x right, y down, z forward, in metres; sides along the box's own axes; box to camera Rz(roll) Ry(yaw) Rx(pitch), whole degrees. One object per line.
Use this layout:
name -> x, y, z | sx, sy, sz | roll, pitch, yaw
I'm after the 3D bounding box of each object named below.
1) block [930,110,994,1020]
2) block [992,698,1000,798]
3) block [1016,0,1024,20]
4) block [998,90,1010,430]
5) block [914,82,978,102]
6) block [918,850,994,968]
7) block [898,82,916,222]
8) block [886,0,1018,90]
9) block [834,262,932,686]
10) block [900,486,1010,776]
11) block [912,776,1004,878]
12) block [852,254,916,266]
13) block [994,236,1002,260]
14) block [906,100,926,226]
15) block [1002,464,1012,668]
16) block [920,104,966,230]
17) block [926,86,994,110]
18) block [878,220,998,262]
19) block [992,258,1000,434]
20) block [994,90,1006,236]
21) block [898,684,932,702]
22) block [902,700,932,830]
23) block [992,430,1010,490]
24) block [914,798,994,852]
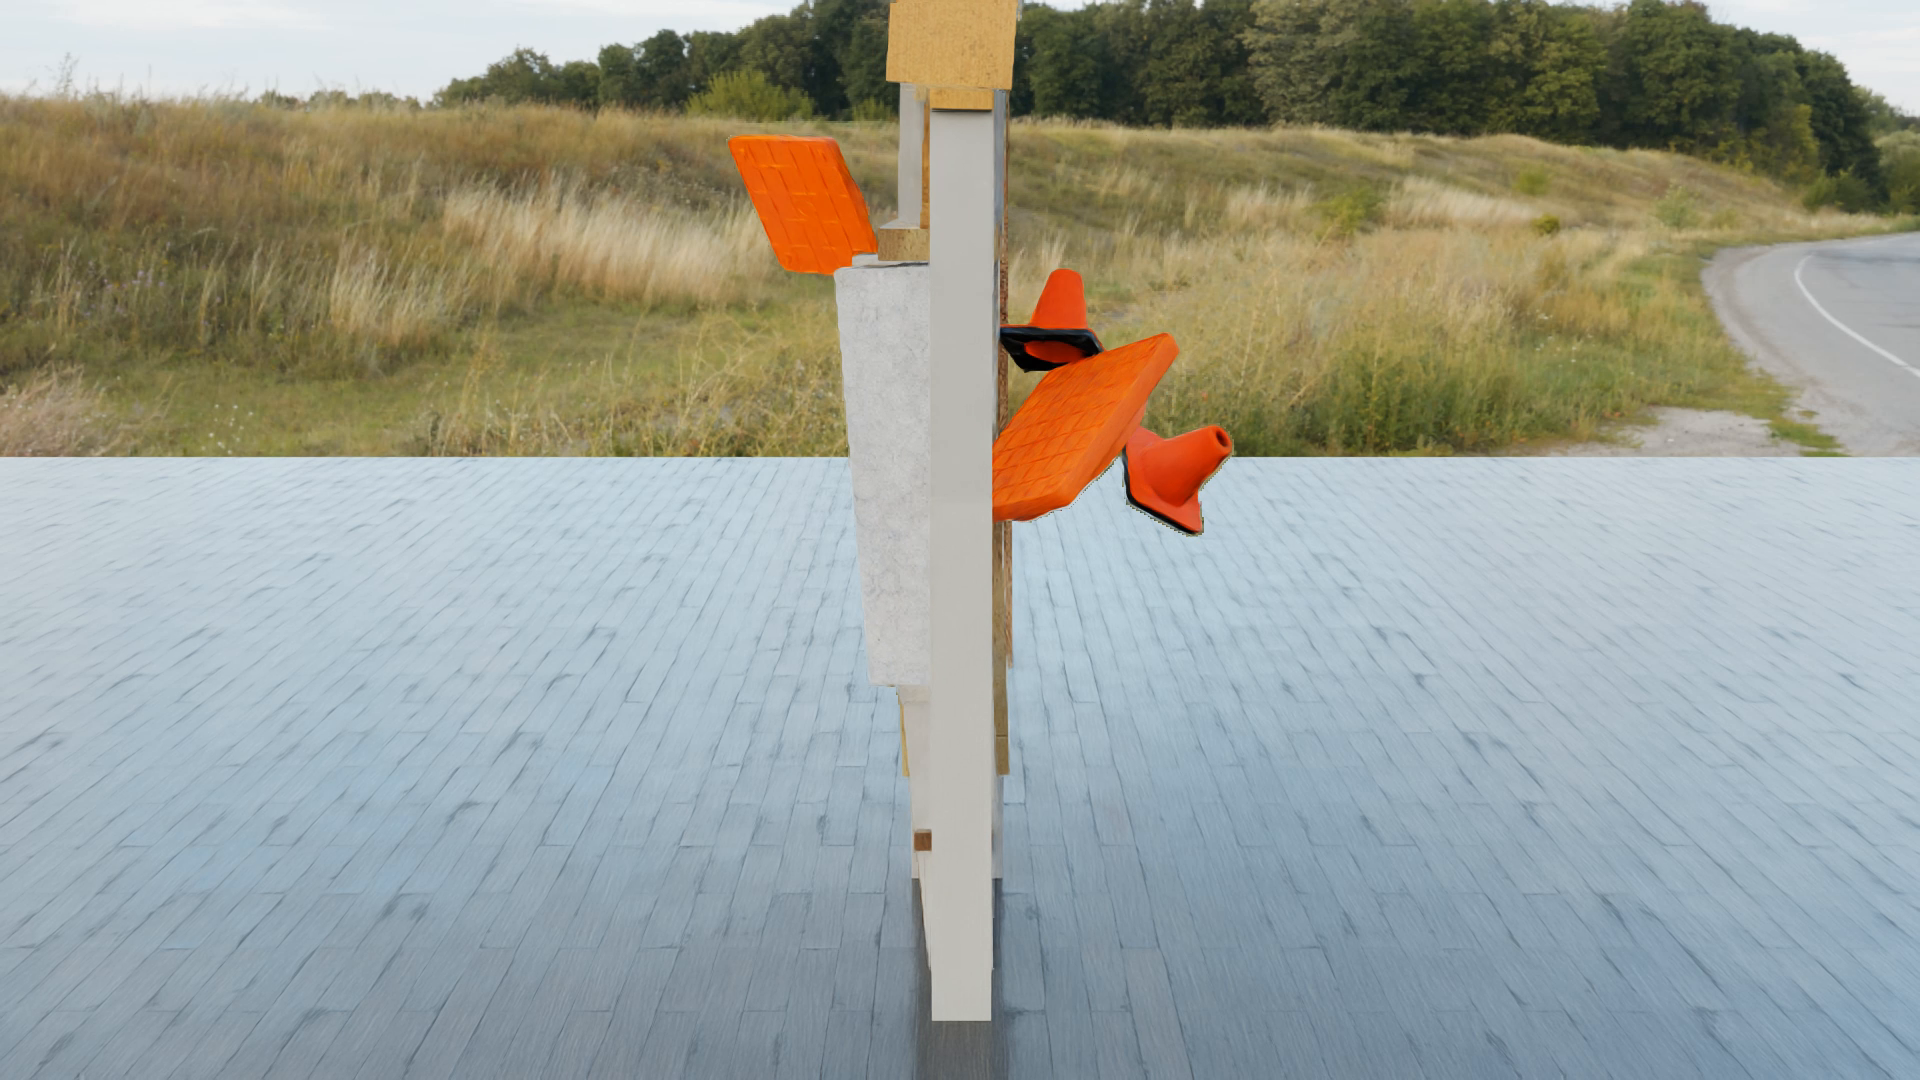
block -> 0.002, 0.057, 3.039 | 0.085, 1.279, 0.024 | 0, 11, 0
block -> 0.002, 0.300, 3.430 | 0.103, 0.206, 0.029 | -3, 9, 7
block -> 0.013, -0.973, 3.329 | 0.177, 0.355, 0.050 | 7, 12, 16
block -> 0.005, -0.515, 3.800 | 0.158, 0.661, 0.045 | 0, 11, 0
block -> -0.017, -0.636, 3.141 | 0.086, 0.024, 0.172 | 4, 10, 1
block -> -0.006, 0.552, 3.328 | 0.096, 0.193, 0.027 | -3, 10, 8
block -> -0.023, -0.609, 3.285 | 0.133, 0.266, 0.038 | 2, 9, 4
block -> 0.000, -0.871, 3.078 | 0.177, 0.461, 0.050 | 4, 10, 0
block -> -0.073, -0.090, 3.164 | 0.159, 0.609, 0.045 | -1, 13, 12
block -> -0.013, 0.144, 3.515 | 0.171, 0.469, 0.049 | -1, 11, 4
block -> -0.005, 0.419, 3.737 | 0.155, 0.311, 0.044 | 0, 10, 0
block -> -0.076, -0.281, 3.387 | 0.159, 0.319, 0.045 | 0, 11, 8
block -> -0.019, -0.471, 3.555 | 0.145, 0.041, 0.291 | 2, 11, 6
block -> -0.026, -0.529, 3.100 | 0.086, 0.172, 0.024 | 4, 10, 1
block -> 0.002, 0.044, 3.721 | 0.171, 0.343, 0.049 | 0, 8, 0
block -> -0.010, -0.515, 3.045 | 0.085, 0.169, 0.024 | 2, 13, 0
block -> 0.000, -0.597, 2.970 | 0.085, 0.024, 0.169 | 1, 13, -2
block -> -0.029, -0.440, 3.229 | 0.159, 0.045, 0.319 | 2, 10, 2
block -> -0.009, -0.327, 3.684 | 0.145, 0.291, 0.041 | 1, 10, 5
block -> -0.006, -0.655, 3.565 | 0.158, 0.315, 0.045 | 2, 13, 4
block -> -0.025, 0.194, 3.331 | 0.103, 0.029, 0.206 | -3, 16, 9
block -> -0.024, 0.328, 3.291 | 0.103, 0.206, 0.029 | -3, 12, 9
block -> -0.013, -0.131, 3.580 | 0.171, 0.049, 0.343 | -1, 11, 4
block -> -0.007, 0.431, 3.373 | 0.096, 0.027, 0.193 | -3, 10, 9
